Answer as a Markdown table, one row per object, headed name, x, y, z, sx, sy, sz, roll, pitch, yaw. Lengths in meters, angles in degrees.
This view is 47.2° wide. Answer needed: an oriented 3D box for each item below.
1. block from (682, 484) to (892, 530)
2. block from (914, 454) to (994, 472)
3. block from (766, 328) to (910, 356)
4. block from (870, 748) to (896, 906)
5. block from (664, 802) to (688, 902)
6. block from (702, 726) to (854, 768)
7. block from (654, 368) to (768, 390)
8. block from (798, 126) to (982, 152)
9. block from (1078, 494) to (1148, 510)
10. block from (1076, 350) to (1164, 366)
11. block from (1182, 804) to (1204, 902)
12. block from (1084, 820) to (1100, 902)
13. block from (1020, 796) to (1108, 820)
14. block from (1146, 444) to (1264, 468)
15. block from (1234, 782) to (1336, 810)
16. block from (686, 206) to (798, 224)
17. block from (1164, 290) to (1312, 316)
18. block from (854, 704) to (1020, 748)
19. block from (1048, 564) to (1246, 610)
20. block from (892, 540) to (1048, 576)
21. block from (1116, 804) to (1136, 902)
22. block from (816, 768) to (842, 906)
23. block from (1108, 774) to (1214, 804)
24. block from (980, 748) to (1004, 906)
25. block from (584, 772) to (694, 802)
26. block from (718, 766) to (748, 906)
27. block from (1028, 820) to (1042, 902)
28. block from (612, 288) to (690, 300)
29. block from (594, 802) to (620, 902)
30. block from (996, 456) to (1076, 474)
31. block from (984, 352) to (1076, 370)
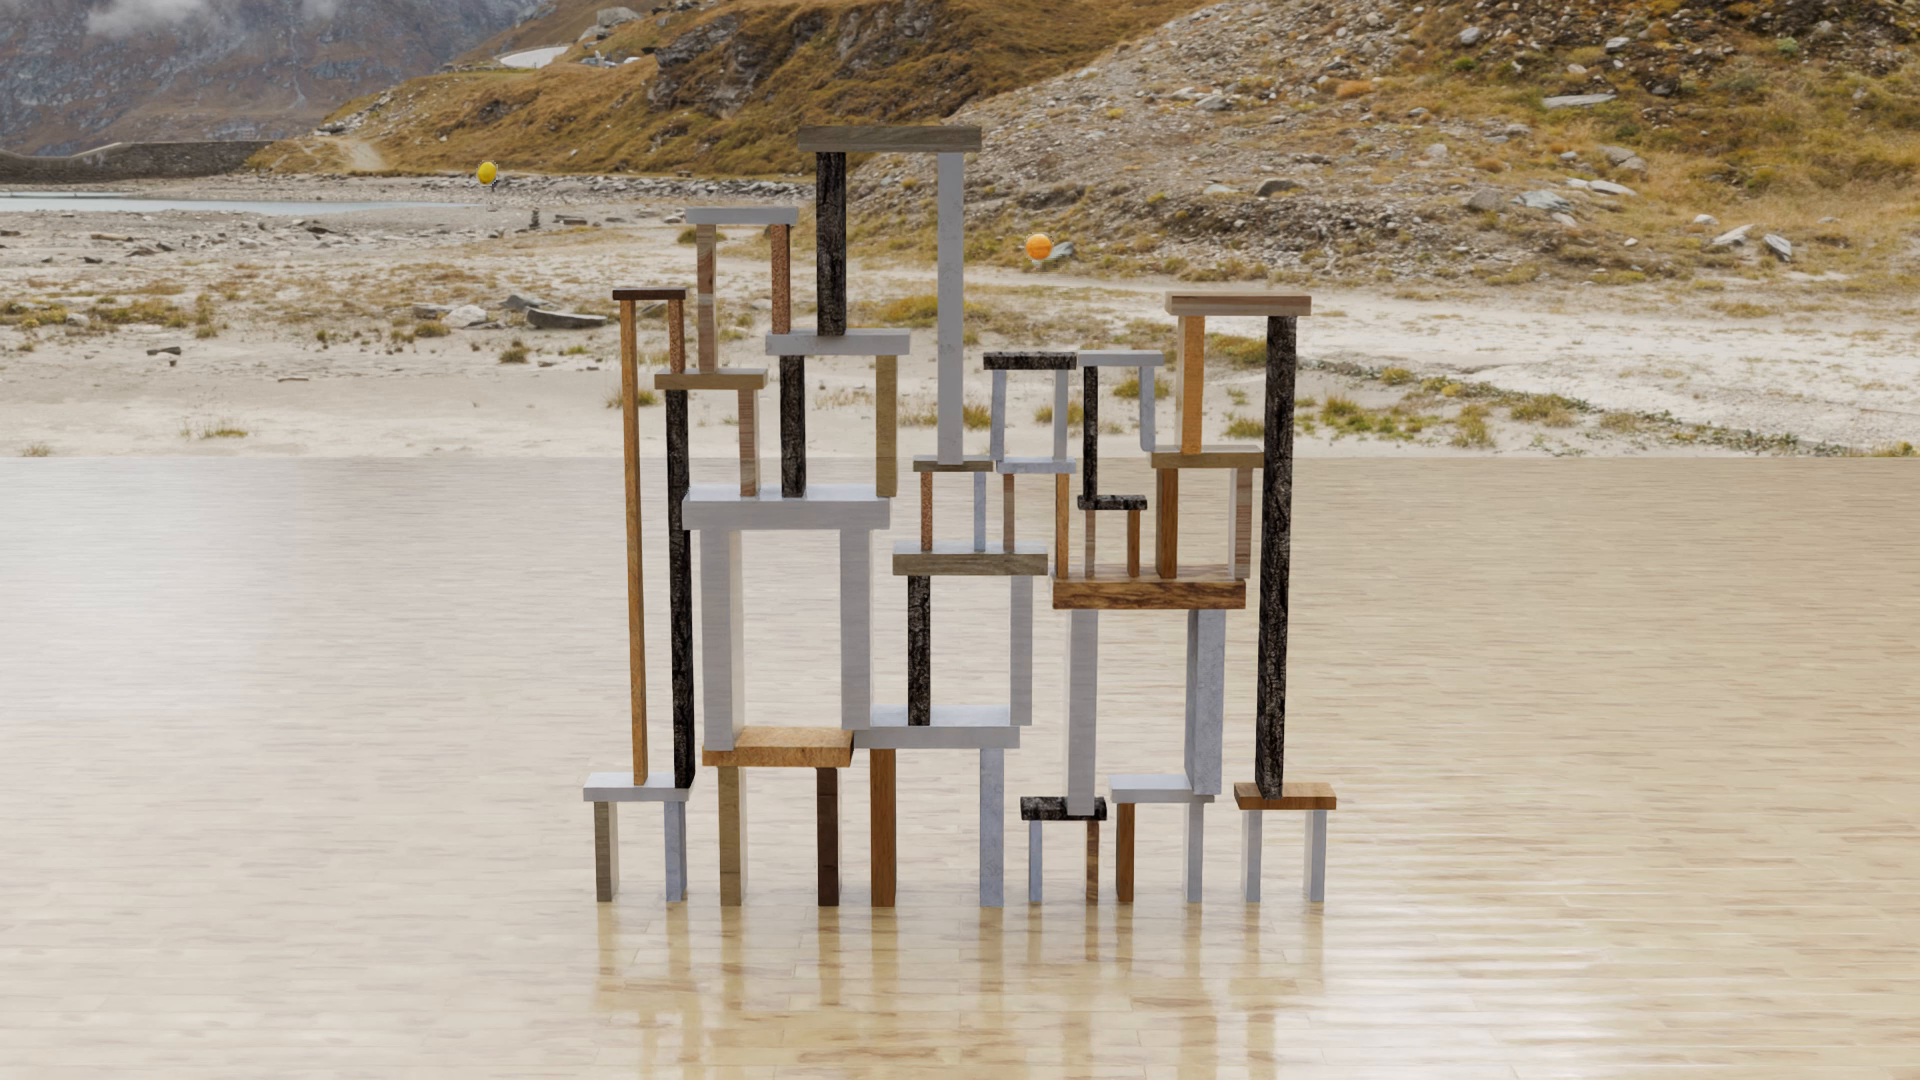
| name | x | y | z | sx | sy | sz | roll | pitch | yaw |
| --- | --- | --- | --- | --- | --- | --- | --- | --- | --- |
| block | -0.275 | -0.054 | 3.543 | 0.327 | 0.046 | 0.163 | 0 | 11 | -1 |
| block | -0.011 | -0.123 | 3.535 | 0.128 | 0.018 | 0.064 | 0 | 11 | 0 |
| block | -0.193 | -0.316 | 3.502 | 0.226 | 0.032 | 0.113 | 0 | 11 | -1 |
| block | -0.127 | 0.458 | 3.648 | 0.038 | 0.268 | 0.134 | 0 | 11 | 0 |
| block | -0.473 | 0.505 | 3.657 | 0.024 | 0.172 | 0.086 | 0 | 11 | 0 |
| block | -0.296 | 0.339 | 3.614 | 0.239 | 0.034 | 0.120 | 0 | 11 | 1 |
| block | -0.395 | -0.257 | 3.506 | 0.171 | 0.024 | 0.086 | 0 | 11 | 1 |
| block | -0.108 | -0.627 | 3.437 | 0.282 | 0.040 | 0.141 | 0 | 11 | 0 |
| block | 0.245 | -0.061 | 3.549 | 0.109 | 0.015 | 0.054 | 0 | 11 | 0 |
| block | 0.254 | -0.290 | 3.505 | 0.136 | 0.019 | 0.068 | 0 | 11 | -1 |
| block | 0.387 | 0.506 | 3.657 | 0.024 | 0.169 | 0.085 | 0 | 11 | 0 |
| block | 0.218 | 0.522 | 3.654 | 0.020 | 0.140 | 0.070 | 0 | 11 | 0 |
| block | 0.171 | 0.444 | 3.636 | 0.140 | 0.020 | 0.070 | 0 | 11 | -1 |
| block | 0.393 | -0.135 | 3.538 | 0.179 | 0.025 | 0.090 | 0 | 11 | -1 |
| block | 0.537 | 0.423 | 3.637 | 0.158 | 0.022 | 0.079 | 0 | 11 | 0 |
| block | -0.342 | -0.512 | 3.462 | 0.171 | 0.024 | 0.086 | 0 | 11 | -2 |
| block | 0.439 | -0.375 | 3.484 | 0.218 | 0.031 | 0.109 | 0 | 11 | 0 |
| block | -0.037 | 0.307 | 3.620 | 0.268 | 0.038 | 0.134 | 0 | 11 | 0 |
| block | 0.300 | 0.075 | 3.578 | 0.308 | 0.044 | 0.154 | 0 | 11 | -1 |
| block | 0.016 | 0.028 | 3.566 | 0.247 | 0.035 | 0.124 | 0 | 11 | 0 |
| block | 0.275 | 0.506 | 3.657 | 0.024 | 0.169 | 0.085 | 0 | 11 | 0 |
| block | -0.216 | 0.472 | 3.647 | 0.034 | 0.239 | 0.120 | 0 | 11 | 0 |
| block | 0.332 | 0.411 | 3.638 | 0.169 | 0.024 | 0.085 | 0 | 11 | -1 |
| block | 0.052 | 0.458 | 3.647 | 0.038 | 0.268 | 0.134 | 0 | 11 | 0 |
| block | -0.530 | 0.408 | 3.639 | 0.172 | 0.024 | 0.086 | 0 | 11 | 0 |
| block | -0.376 | 0.472 | 3.646 | 0.034 | 0.239 | 0.120 | 0 | 11 | 0 |
| block | 0.126 | 0.522 | 3.654 | 0.020 | 0.140 | 0.070 | 0 | 11 | 0 |
| block | -0.489 | -0.390 | 3.485 | 0.114 | 0.016 | 0.057 | -1 | 10 | 1 |
| block | -0.588 | 0.505 | 3.657 | 0.024 | 0.172 | 0.086 | 0 | 11 | 0 |
| block | 0.122 | -0.120 | 3.529 | 0.126 | 0.018 | 0.063 | 0 | 11 | -1 |
| block | 0.111 | -0.286 | 3.505 | 0.146 | 0.021 | 0.073 | 0 | 11 | 1 |
